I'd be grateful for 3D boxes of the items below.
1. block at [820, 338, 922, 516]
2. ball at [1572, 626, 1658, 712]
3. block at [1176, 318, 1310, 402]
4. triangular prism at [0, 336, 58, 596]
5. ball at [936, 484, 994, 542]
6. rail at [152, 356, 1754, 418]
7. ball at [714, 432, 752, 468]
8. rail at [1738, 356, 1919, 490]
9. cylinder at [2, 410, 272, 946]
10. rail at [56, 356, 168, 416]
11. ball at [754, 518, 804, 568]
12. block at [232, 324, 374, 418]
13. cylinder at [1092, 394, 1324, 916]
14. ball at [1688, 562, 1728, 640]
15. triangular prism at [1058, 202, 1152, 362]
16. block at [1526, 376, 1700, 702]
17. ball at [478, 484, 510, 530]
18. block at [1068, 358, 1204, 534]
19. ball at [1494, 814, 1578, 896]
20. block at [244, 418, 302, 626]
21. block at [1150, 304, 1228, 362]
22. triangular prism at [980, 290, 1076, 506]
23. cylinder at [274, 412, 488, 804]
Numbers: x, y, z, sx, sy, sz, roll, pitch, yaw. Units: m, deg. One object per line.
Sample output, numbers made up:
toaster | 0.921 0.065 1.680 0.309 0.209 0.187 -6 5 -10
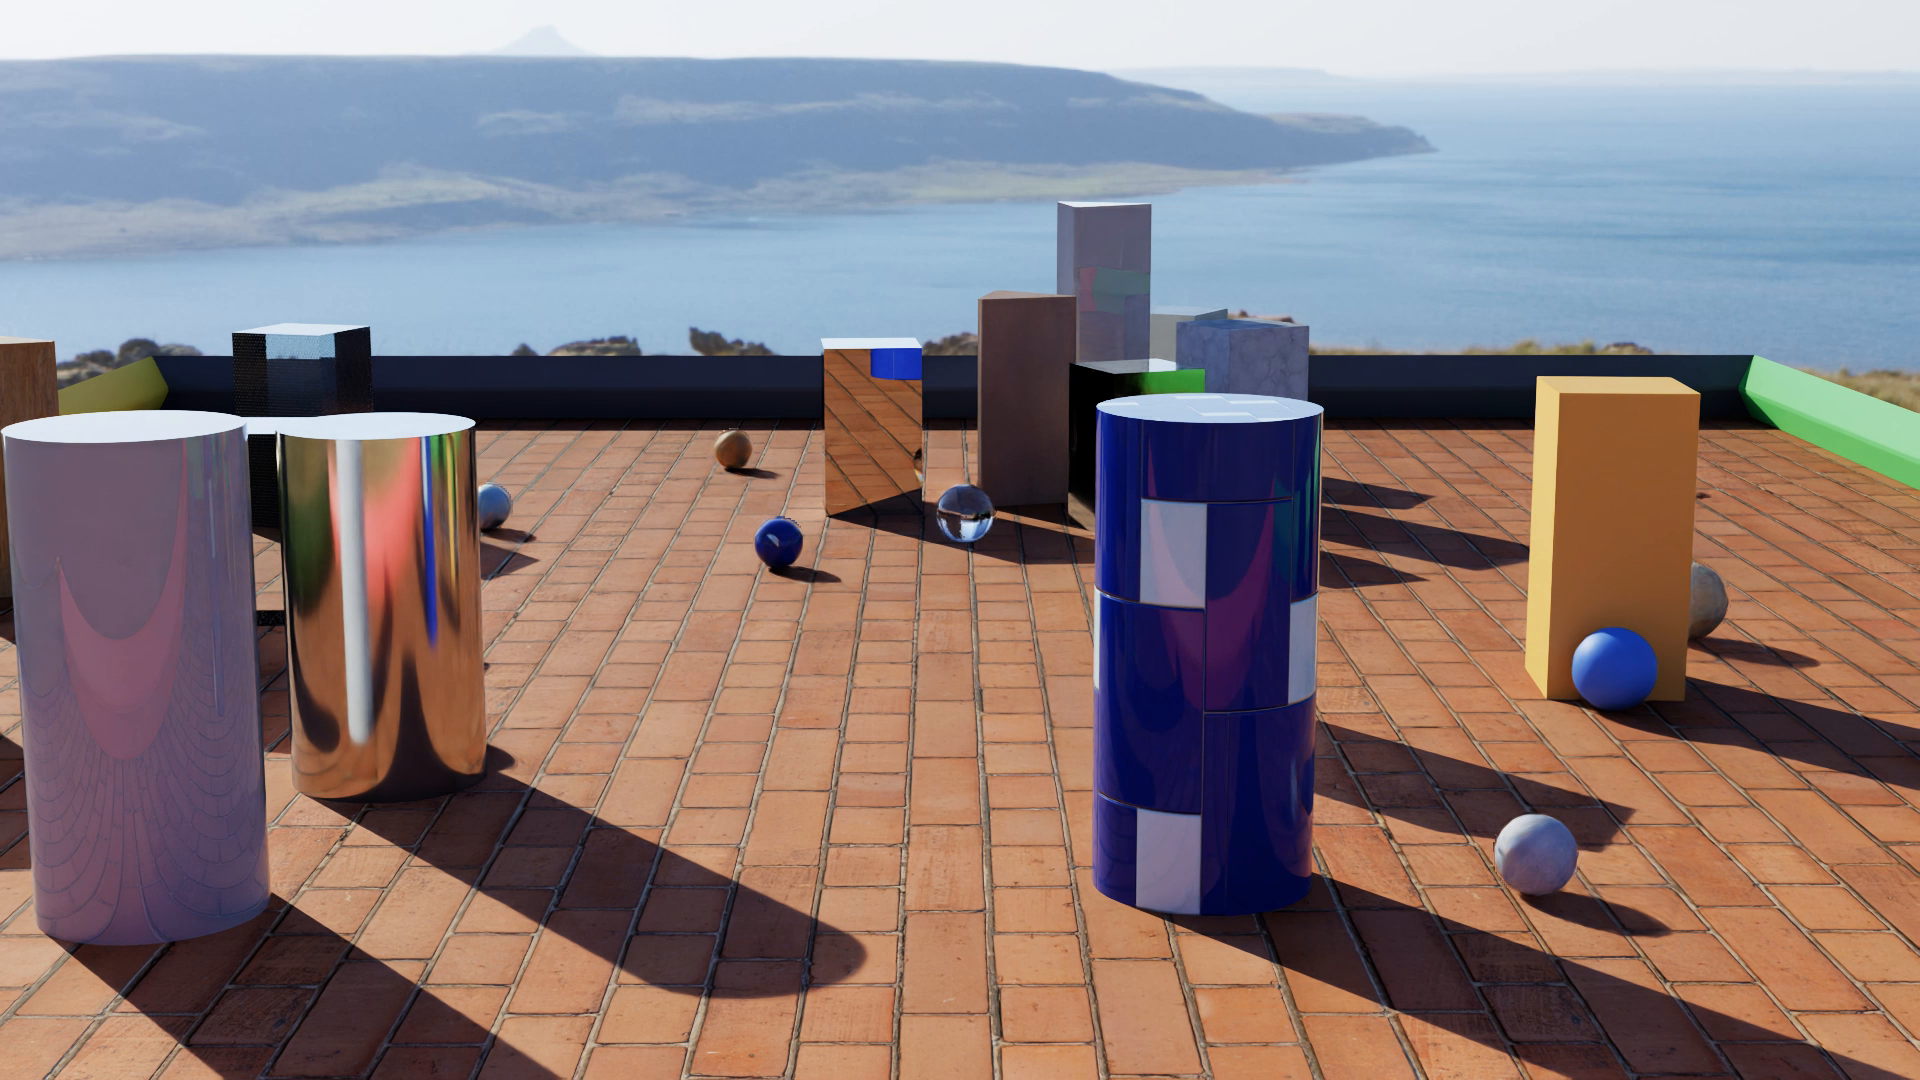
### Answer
block | -0.147 -0.189 4.251 0.158 0.275 0.158 -1 11 -5
ball | 0.747 0.147 2.926 0.096 0.096 0.096 0 10 0
block | 0.470 -0.212 4.300 0.158 0.302 0.158 -6 12 -28
triangular prism | -1.358 -0.106 3.596 0.171 0.352 0.148 -5 12 -25
ball | 0.007 -0.041 3.958 0.091 0.091 0.091 0 10 0
rail | -0.011 -0.317 5.340 3.346 0.129 0.045 0 10 0
ball | -0.414 -0.165 4.687 0.069 0.069 0.069 0 10 0
rail | 1.649 0.031 3.458 0.045 0.129 3.893 0 10 0
cylinder | -0.706 0.113 2.208 0.198 0.426 0.198 0 10 0
rail | -1.649 0.035 3.439 0.045 0.129 3.893 0 10 0
ball | -0.266 0.005 3.762 0.072 0.072 0.072 0 10 0
block | -1.067 -0.192 4.188 0.158 0.305 0.158 3 11 17
cylinder | 0.218 0.096 2.282 0.198 0.431 0.198 0 10 0
ball | 0.934 0.078 3.291 0.099 0.099 0.099 0 10 0
triangular prism | 0.221 -0.348 4.525 0.171 0.488 0.148 -8 13 -37
block | 0.766 -0.005 3.027 0.158 0.359 0.158 1 11 3
ball | -0.750 -0.052 4.075 0.071 0.071 0.071 0 10 0
block | 0.278 -0.147 4.069 0.158 0.259 0.158 -4 11 -23
ball | 0.511 0.279 2.278 0.073 0.073 0.073 0 10 0
block | -0.943 -0.026 3.428 0.158 0.255 0.158 0 10 -1
block | 0.389 -0.284 4.746 0.158 0.282 0.158 5 12 27
triangular prism | 0.090 -0.244 4.350 0.171 0.347 0.148 -4 11 -18
cylinder | -0.590 0.065 2.627 0.198 0.367 0.198 0 10 0
